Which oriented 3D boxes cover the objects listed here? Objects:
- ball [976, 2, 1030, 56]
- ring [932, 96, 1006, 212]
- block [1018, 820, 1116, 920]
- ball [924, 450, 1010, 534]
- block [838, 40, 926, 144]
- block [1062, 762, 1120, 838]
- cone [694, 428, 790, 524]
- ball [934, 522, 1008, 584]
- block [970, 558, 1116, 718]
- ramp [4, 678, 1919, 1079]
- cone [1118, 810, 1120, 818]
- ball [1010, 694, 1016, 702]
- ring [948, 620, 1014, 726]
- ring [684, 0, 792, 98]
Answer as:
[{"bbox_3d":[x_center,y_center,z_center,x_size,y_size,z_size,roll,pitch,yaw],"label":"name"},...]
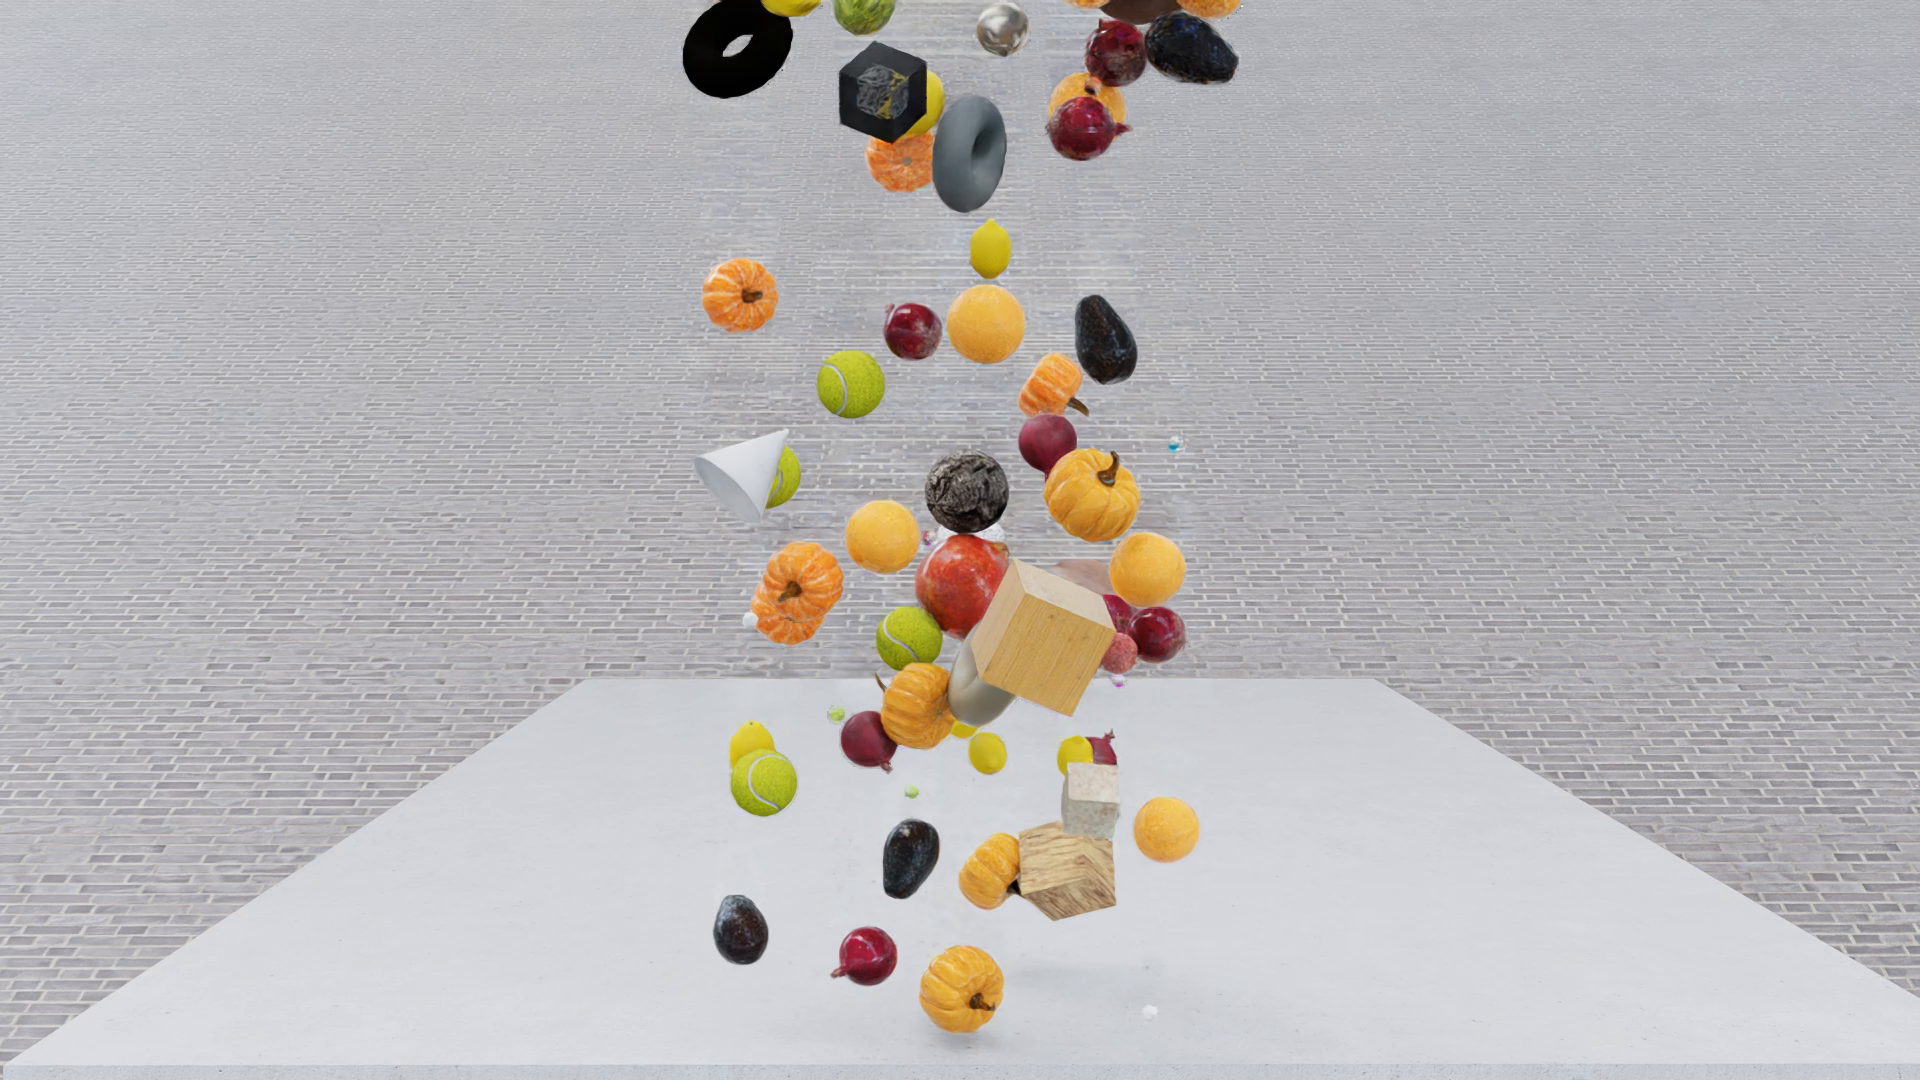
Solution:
[{"bbox_3d":[0.040,-0.480,2.415,0.050,0.050,0.050,0,23,0],"label":"ball"},{"bbox_3d":[0.008,-0.344,2.292,0.035,0.104,0.104,13,26,25],"label":"ring"},{"bbox_3d":[0.122,0.373,2.924,0.080,0.080,0.080,-18,53,23],"label":"block"},{"bbox_3d":[0.007,-0.051,2.721,0.089,0.089,0.089,0,23,0],"label":"ball"},{"bbox_3d":[-0.067,-0.392,2.254,0.055,0.055,0.055,25,50,22],"label":"block"},{"bbox_3d":[0.133,0.264,2.618,0.052,0.052,0.052,5,41,-3],"label":"block"},{"bbox_3d":[-0.194,-0.078,2.475,0.089,0.089,0.089,-46,42,-18],"label":"cone"},{"bbox_3d":[0.012,0.008,2.888,0.083,0.083,0.083,0,23,0],"label":"ball"},{"bbox_3d":[0.078,0.092,2.443,0.095,0.095,0.095,23,15,-13],"label":"block"},{"bbox_3d":[0.054,0.485,4.539,2.000,0.100,4.000,0,2,0],"label":"ramp"},{"bbox_3d":[0.152,0.289,2.899,0.052,0.052,0.052,-4,23,5],"label":"cone"},{"bbox_3d":[0.042,0.158,2.876,0.055,0.055,0.055,0,23,0],"label":"ball"},{"bbox_3d":[0.031,0.126,2.573,0.043,0.130,0.130,27,17,-18],"label":"ring"},{"bbox_3d":[-0.199,-0.442,2.302,0.106,0.035,0.106,-12,58,20],"label":"ring"}]
